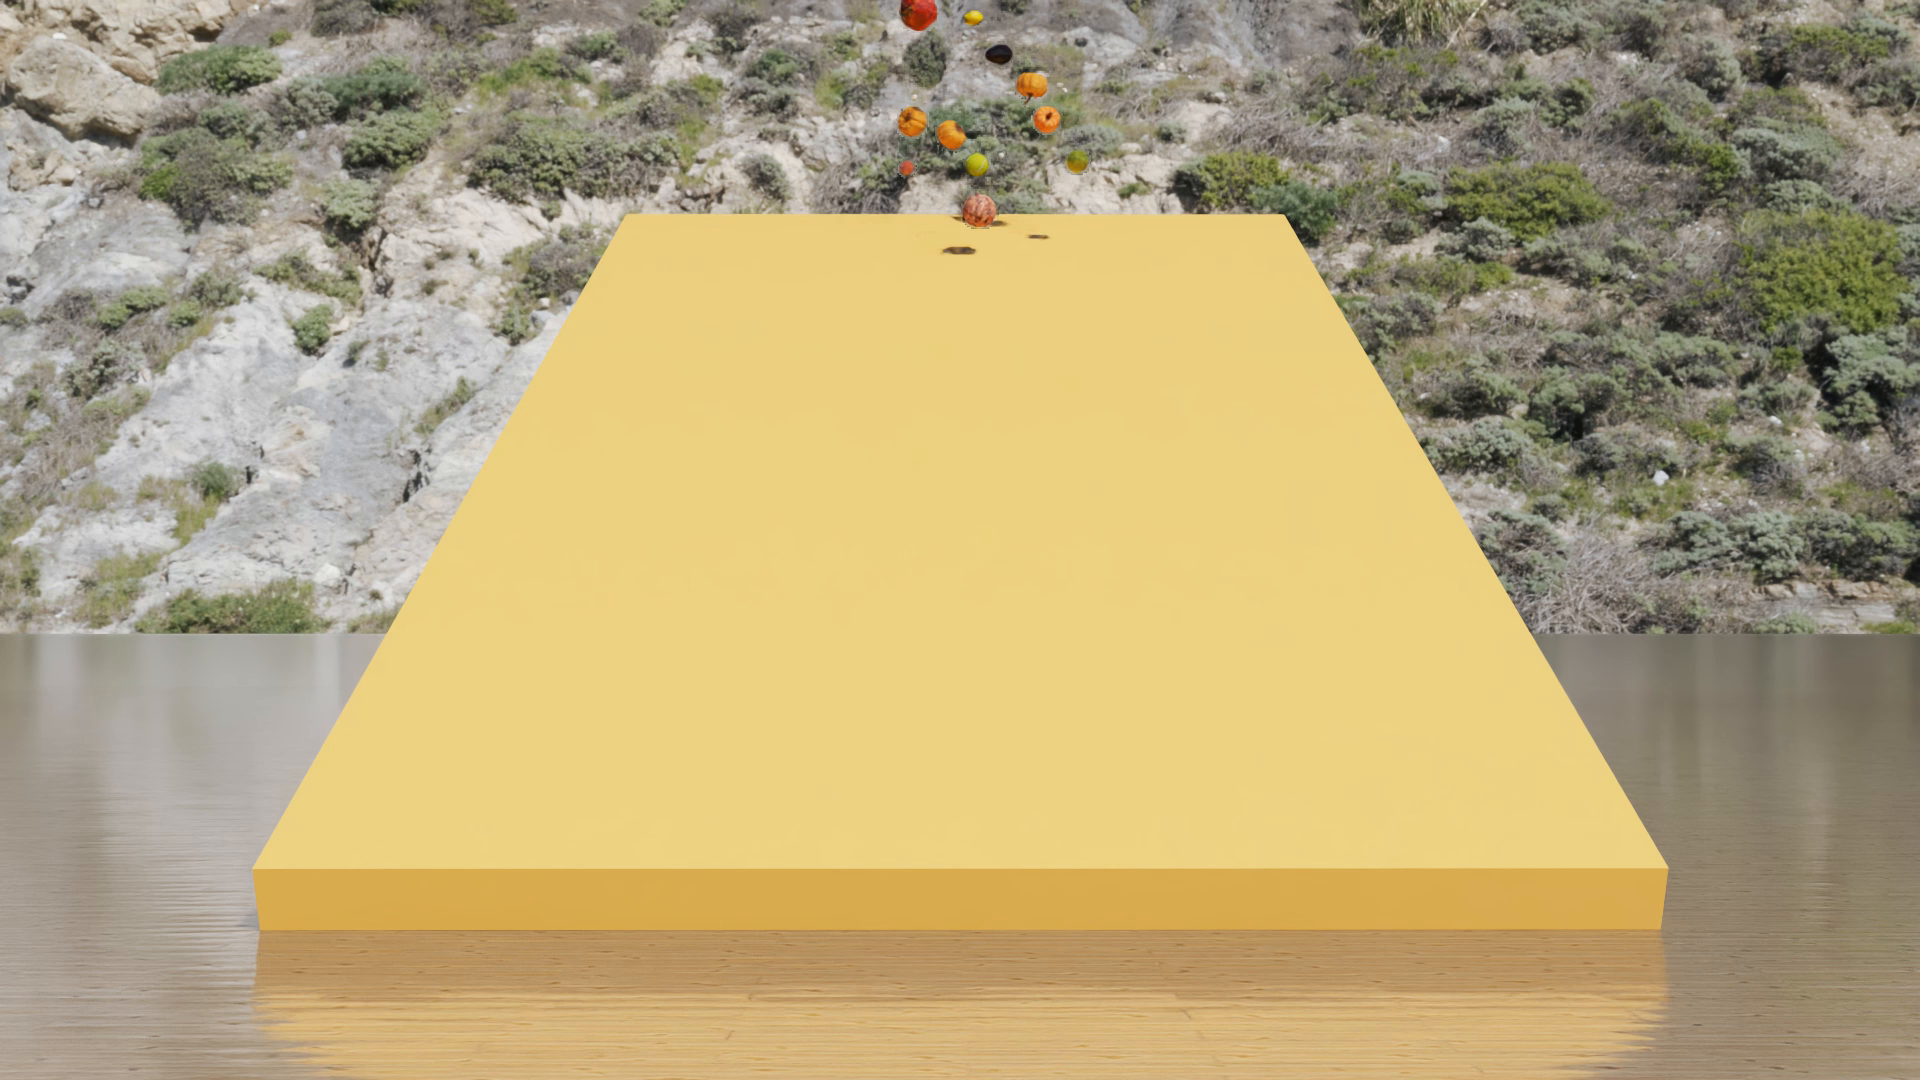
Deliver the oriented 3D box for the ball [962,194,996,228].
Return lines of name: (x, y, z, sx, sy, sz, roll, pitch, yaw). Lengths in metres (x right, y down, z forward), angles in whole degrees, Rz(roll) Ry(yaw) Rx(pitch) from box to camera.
ball: (0.055, -0.930, 6.454, 0.095, 0.095, 0.095, 0, -2, 0)

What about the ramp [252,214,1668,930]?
ramp: (-0.006, -0.217, 5.110, 2.000, 0.100, 4.000, 0, 21, 0)
